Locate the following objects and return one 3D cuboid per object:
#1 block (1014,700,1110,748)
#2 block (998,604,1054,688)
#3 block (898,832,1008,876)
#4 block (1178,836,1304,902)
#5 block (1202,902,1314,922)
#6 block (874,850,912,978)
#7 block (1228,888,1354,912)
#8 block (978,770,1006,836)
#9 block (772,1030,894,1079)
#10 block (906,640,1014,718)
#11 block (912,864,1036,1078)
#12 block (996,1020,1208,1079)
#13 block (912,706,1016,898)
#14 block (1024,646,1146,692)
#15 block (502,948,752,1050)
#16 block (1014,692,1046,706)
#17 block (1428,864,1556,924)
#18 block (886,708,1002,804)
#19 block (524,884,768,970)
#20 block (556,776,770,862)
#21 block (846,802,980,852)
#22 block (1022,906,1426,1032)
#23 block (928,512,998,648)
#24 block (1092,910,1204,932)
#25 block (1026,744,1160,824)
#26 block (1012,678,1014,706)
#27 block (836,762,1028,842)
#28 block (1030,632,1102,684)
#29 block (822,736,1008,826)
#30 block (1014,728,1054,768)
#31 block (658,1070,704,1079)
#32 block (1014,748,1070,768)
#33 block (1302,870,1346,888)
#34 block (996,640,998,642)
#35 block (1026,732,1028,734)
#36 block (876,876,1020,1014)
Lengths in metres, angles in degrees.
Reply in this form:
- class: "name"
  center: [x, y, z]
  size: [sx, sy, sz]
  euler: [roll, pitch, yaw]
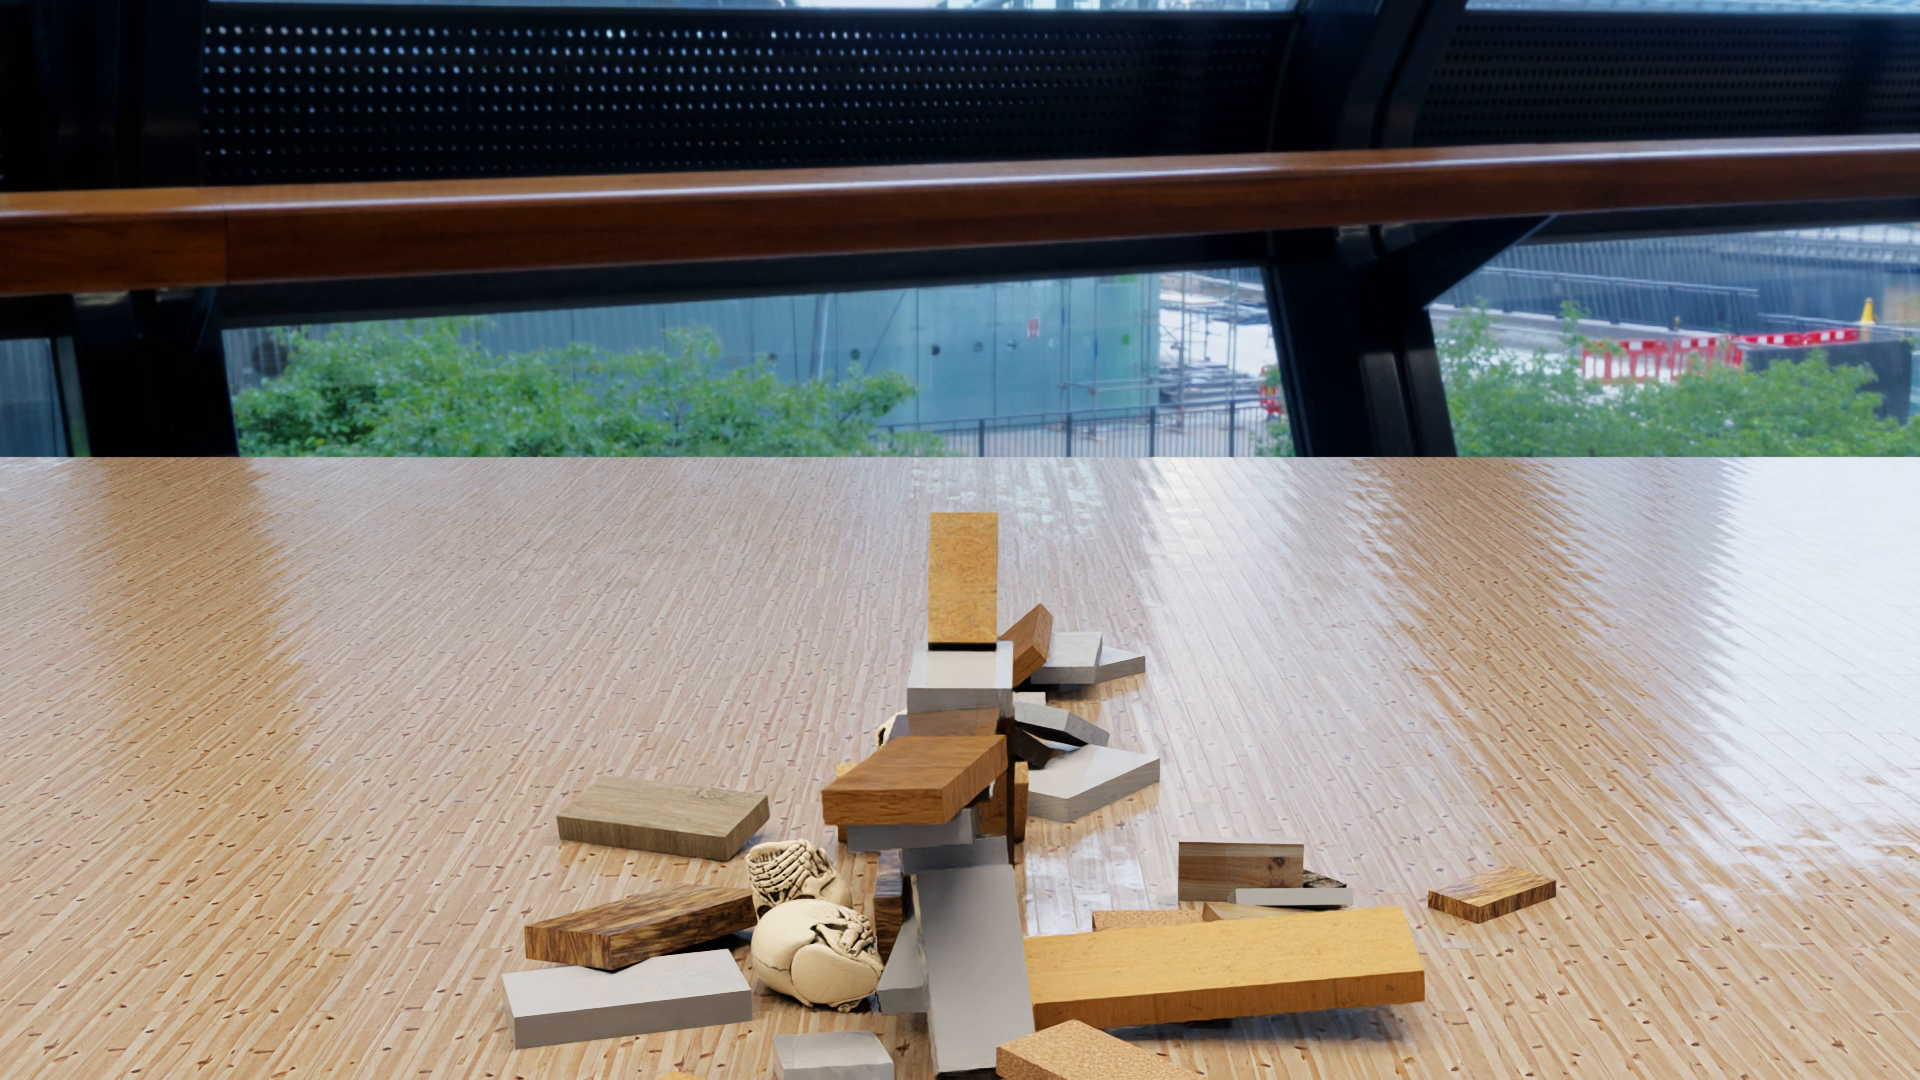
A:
- class: "block"
  center: [0.189, 0.371, 4.402]
  size: [0.144, 0.041, 0.287]
  euler: [10, -10, 22]
- class: "block"
  center: [0.128, 0.261, 5.040]
  size: [0.167, 0.047, 0.445]
  euler: [-41, 5, 10]
- class: "block"
  center: [-0.014, 0.457, 3.206]
  size: [0.147, 0.042, 0.293]
  euler: [-5, -7, -3]
- class: "block"
  center: [0.463, 0.545, 3.633]
  size: [0.204, 0.102, 0.029]
  euler: [1, 11, 4]
- class: "block"
  center: [0.484, 0.602, 3.450]
  size: [0.187, 0.027, 0.094]
  euler: [7, 9, -15]
- class: "block"
  center: [-0.100, 0.569, 3.378]
  size: [0.041, 0.145, 0.290]
  euler: [-3, 10, 1]
- class: "block"
  center: [0.531, 0.580, 3.542]
  size: [0.187, 0.027, 0.094]
  euler: [0, -16, -2]
- class: "block"
  center: [-0.001, 0.468, 3.520]
  size: [0.147, 0.293, 0.042]
  euler: [-1, 8, -4]
- class: "block"
  center: [-0.169, 0.684, 2.872]
  size: [0.138, 0.039, 0.275]
  euler: [-2, -4, -8]
- class: "block"
  center: [0.004, 0.228, 3.649]
  size: [0.166, 0.047, 0.333]
  euler: [0, 10, 2]
- class: "block"
  center: [0.019, 0.587, 3.006]
  size: [0.138, 0.275, 0.039]
  euler: [-2, -24, -12]
- class: "block"
  center: [0.189, 0.689, 2.805]
  size: [0.138, 0.039, 0.275]
  euler: [-9, 14, -39]
- class: "block"
  center: [0.005, 0.433, 3.595]
  size: [0.167, 0.333, 0.047]
  euler: [0, 19, 0]
- class: "block"
  center: [0.283, 0.299, 5.126]
  size: [0.284, 0.040, 0.142]
  euler: [-9, 14, -41]
- class: "block"
  center: [-0.482, 0.659, 3.169]
  size: [0.334, 0.047, 0.167]
  euler: [-3, 11, -17]
- class: "block"
  center: [0.042, 0.366, 4.764]
  size: [0.284, 0.040, 0.142]
  euler: [0, 11, 2]
- class: "block"
  center: [0.879, 0.583, 3.628]
  size: [0.204, 0.029, 0.102]
  euler: [-8, 13, -38]
- class: "block"
  center: [-0.028, 0.327, 3.328]
  size: [0.165, 0.047, 0.330]
  euler: [-4, 11, 5]
- class: "block"
  center: [-0.478, 0.590, 3.380]
  size: [0.176, 0.050, 0.352]
  euler: [-1, 2, 35]
- class: "block"
  center: [-0.532, 0.498, 3.952]
  size: [0.340, 0.047, 0.167]
  euler: [4, 21, 22]
- class: "block"
  center: [-0.061, 0.402, 3.106]
  size: [0.165, 0.047, 0.376]
  euler: [-4, -5, 1]
- class: "block"
  center: [0.324, 0.616, 3.138]
  size: [0.642, 0.050, 0.176]
  euler: [-5, 21, 2]
- class: "block"
  center: [0.006, 0.068, 3.780]
  size: [0.117, 0.234, 0.033]
  euler: [0, -19, 2]
- class: "block"
  center: [0.306, 0.613, 3.472]
  size: [0.187, 0.027, 0.094]
  euler: [0, 11, -1]
- class: "block"
  center: [0.226, 0.464, 4.217]
  size: [0.167, 0.047, 0.334]
  euler: [7, 13, 35]
- class: "block"
  center: [0.007, 0.396, 3.792]
  size: [0.166, 0.333, 0.047]
  euler: [0, 15, -1]
- class: "block"
  center: [-0.050, 0.464, 3.900]
  size: [0.335, 0.167, 0.047]
  euler: [0, 47, -2]
- class: "block"
  center: [0.246, 0.269, 5.044]
  size: [0.142, 0.040, 0.284]
  euler: [-1, 13, 8]
- class: "block"
  center: [-0.056, 0.327, 3.019]
  size: [0.165, 0.047, 0.330]
  euler: [-3, 6, 16]
- class: "block"
  center: [0.069, 0.370, 4.329]
  size: [0.144, 0.041, 0.287]
  euler: [30, -2, -18]
- class: "block"
  center: [-0.290, 0.740, 2.749]
  size: [0.290, 0.041, 0.145]
  euler: [6, 12, 31]
- class: "block"
  center: [0.044, 0.462, 4.218]
  size: [0.117, 0.033, 0.490]
  euler: [8, 11, 30]
- class: "block"
  center: [0.591, 0.577, 3.697]
  size: [0.054, 0.015, 0.109]
  euler: [-8, 13, -38]
- class: "block"
  center: [0.006, 0.270, 5.037]
  size: [0.167, 0.047, 0.335]
  euler: [-33, 11, 3]
- class: "block"
  center: [0.051, 0.411, 4.540]
  size: [0.117, 0.033, 0.234]
  euler: [4, 11, 21]
- class: "block"
  center: [-0.014, 0.582, 3.195]
  size: [0.147, 0.042, 0.293]
  euler: [-7, 21, 15]
